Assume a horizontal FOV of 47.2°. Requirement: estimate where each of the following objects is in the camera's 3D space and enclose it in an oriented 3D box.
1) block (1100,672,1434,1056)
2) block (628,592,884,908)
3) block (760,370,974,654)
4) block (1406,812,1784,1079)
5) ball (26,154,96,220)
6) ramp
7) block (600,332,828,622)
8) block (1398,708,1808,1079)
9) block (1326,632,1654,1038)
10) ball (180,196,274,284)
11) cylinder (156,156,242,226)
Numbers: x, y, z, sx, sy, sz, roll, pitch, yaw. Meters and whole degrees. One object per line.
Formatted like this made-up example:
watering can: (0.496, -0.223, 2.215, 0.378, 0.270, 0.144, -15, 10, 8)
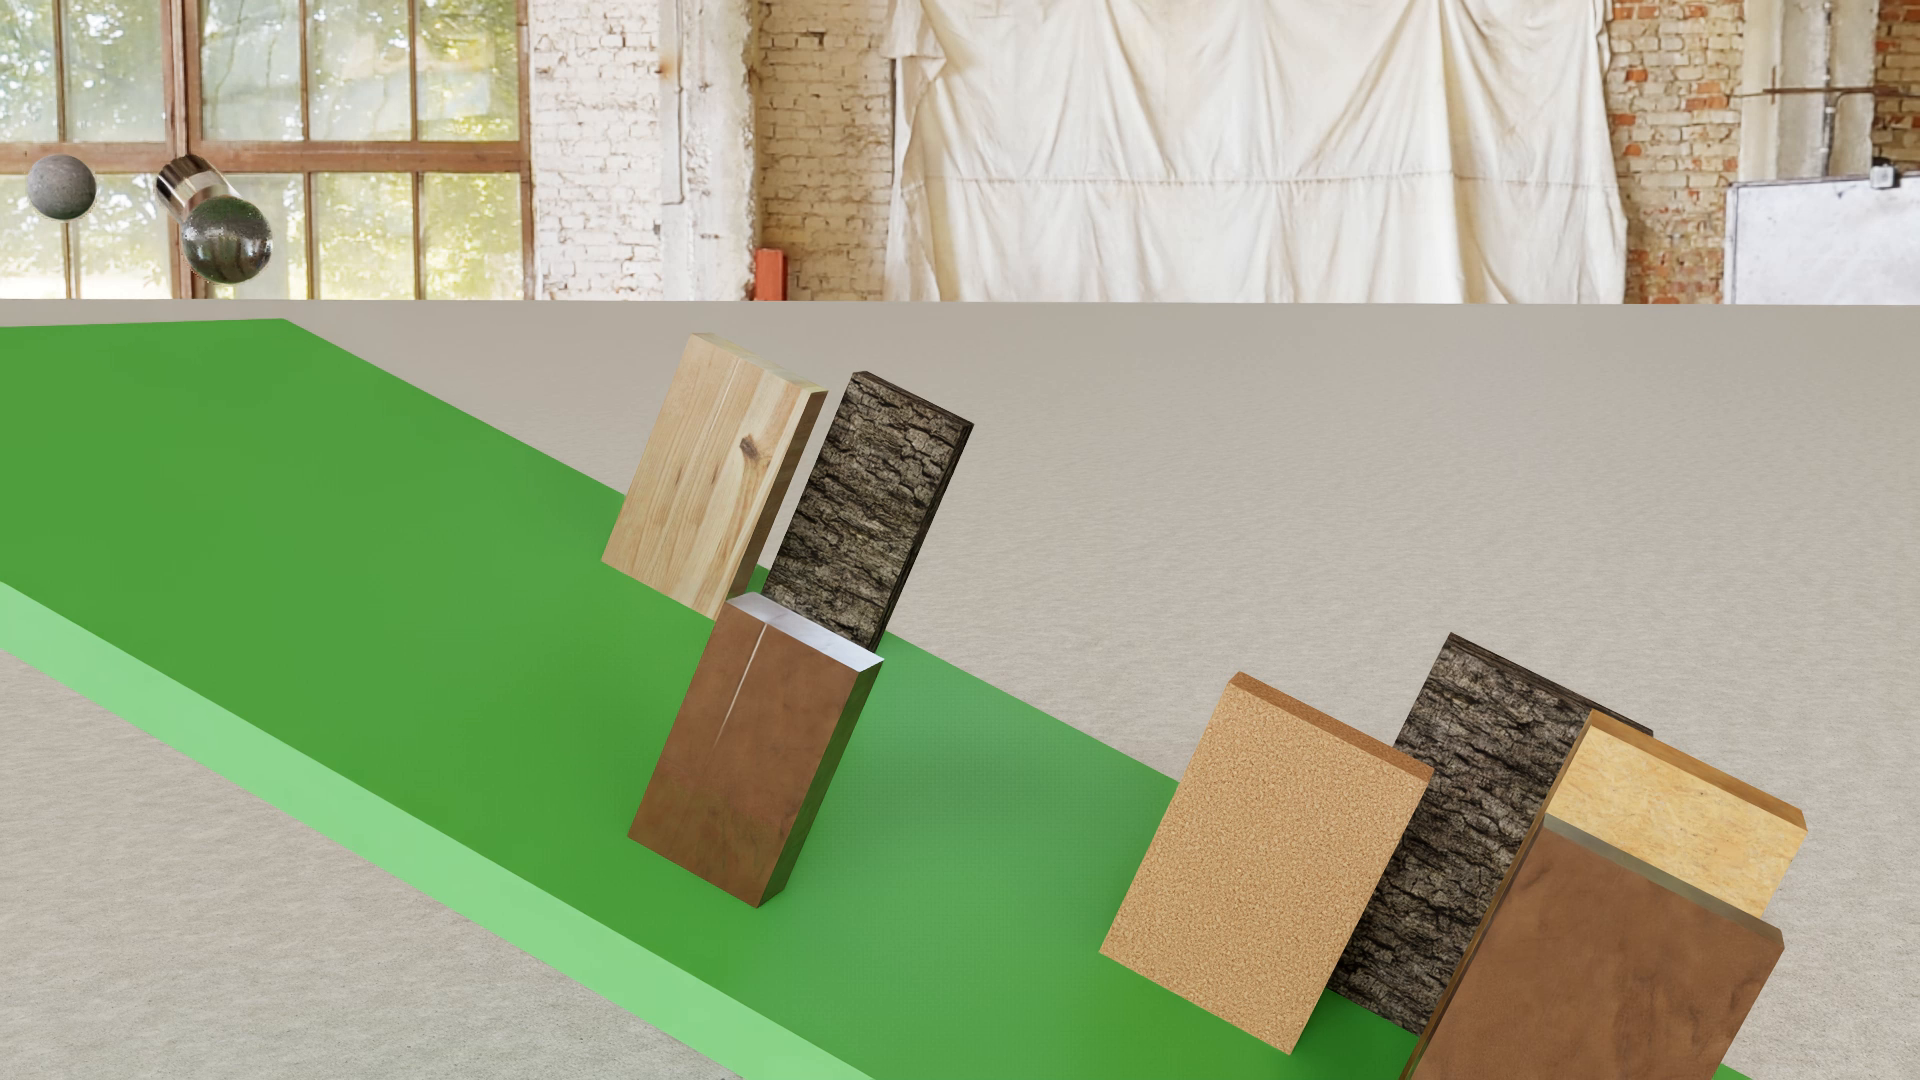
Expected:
block: (0.531, 0.560, 3.831, 0.373, 0.543, 0.116, 27, 14, 13)
block: (-0.327, 0.332, 3.504, 0.244, 0.426, 0.118, 27, 14, 13)
block: (-0.213, -0.055, 4.884, 0.277, 0.575, 0.086, 27, 14, 13)
block: (0.779, 0.776, 2.980, 0.334, 0.741, 0.084, 27, 14, 13)
ball: (-1.910, -0.750, 4.674, 0.139, 0.139, 0.139, 0, 7, 0)
ramp: (-0.277, 0.477, 4.177, 4.000, 0.100, 2.000, 27, 14, 13)
block: (-0.530, -0.137, 4.734, 0.296, 0.541, 0.106, 27, 14, 13)
block: (1.025, 0.708, 3.598, 0.360, 0.772, 0.146, 27, 14, 13)
block: (0.950, 0.581, 4.132, 0.408, 0.696, 0.136, 27, 14, 13)
ball: (-1.513, -0.620, 4.542, 0.182, 0.182, 0.182, 0, 7, 0)
cylinder: (-1.607, -0.722, 4.648, 0.134, 0.134, 0.134, -7, 39, -45)
